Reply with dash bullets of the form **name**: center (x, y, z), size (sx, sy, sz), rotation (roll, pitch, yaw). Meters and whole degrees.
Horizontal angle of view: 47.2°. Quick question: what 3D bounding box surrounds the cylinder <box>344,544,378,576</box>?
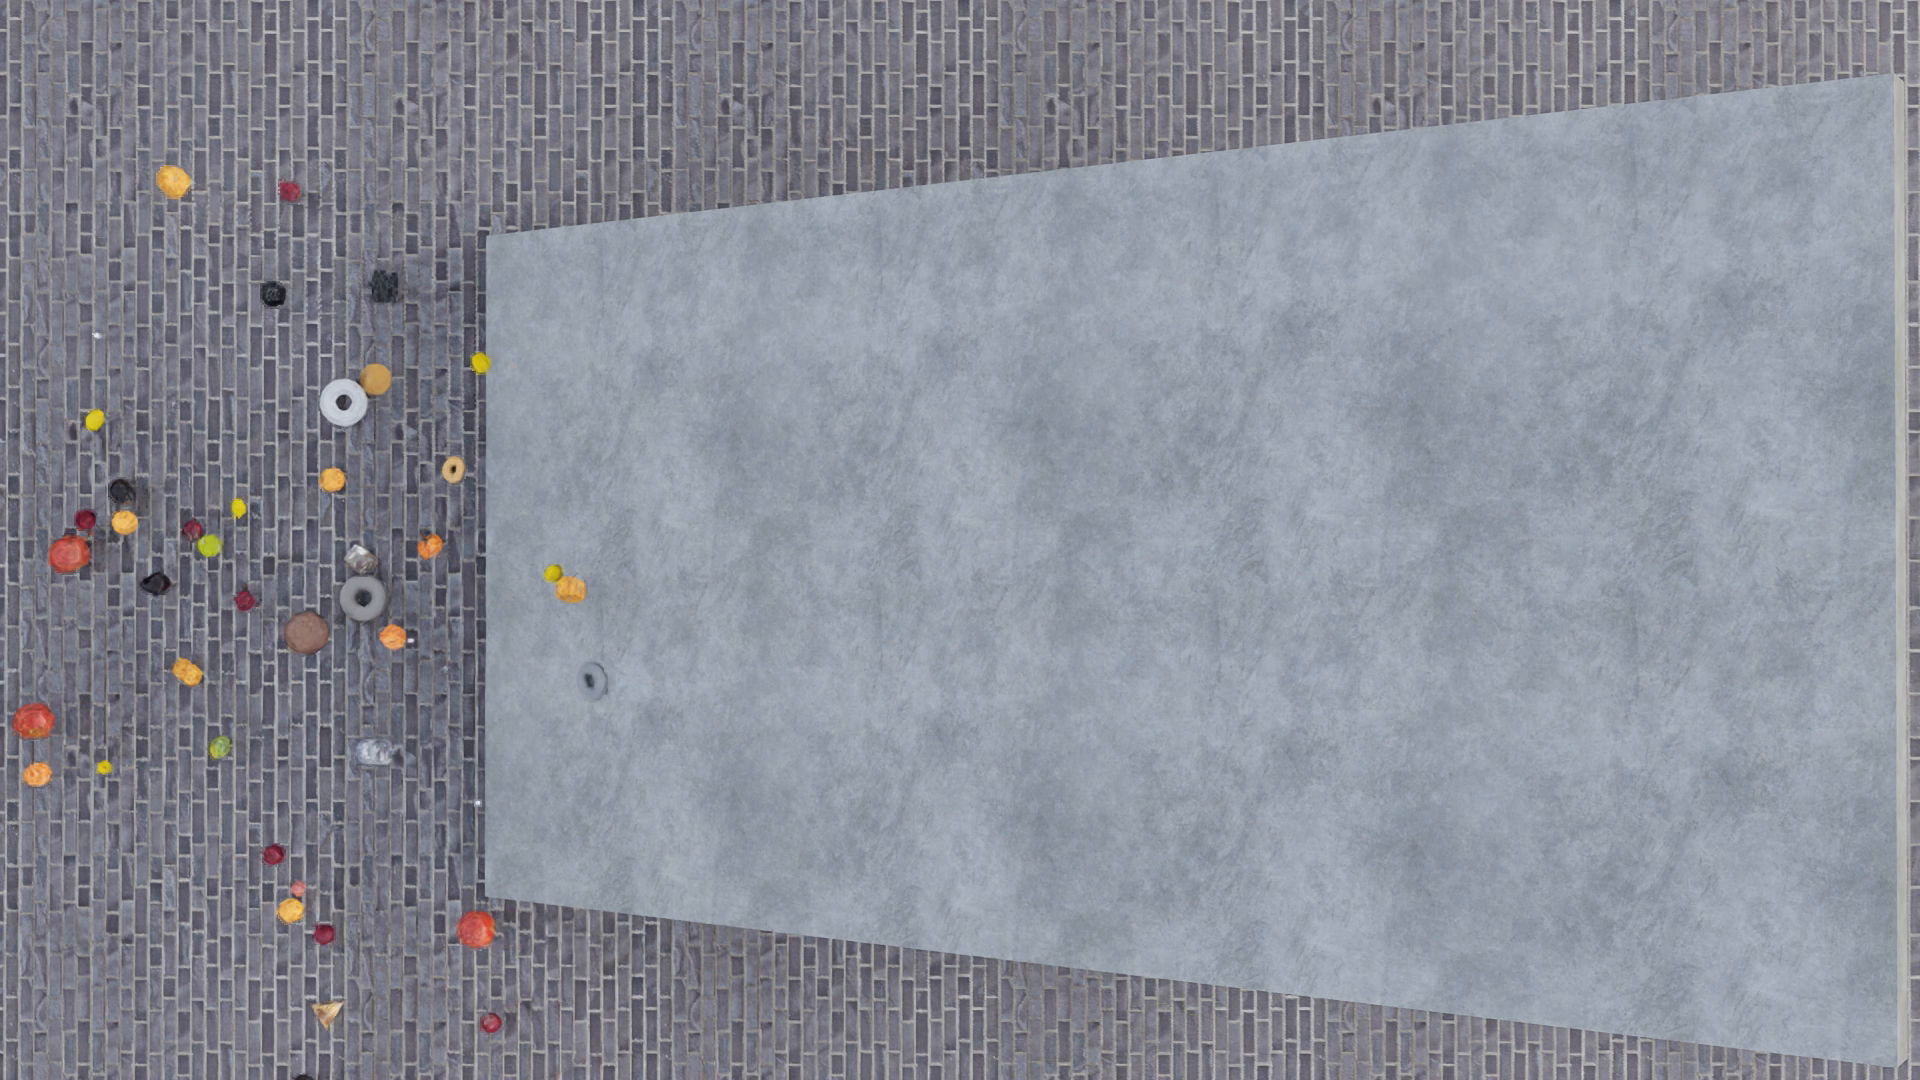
- **cylinder**: center (-1.824, 0.060, 6.698), size (0.070, 0.070, 0.070), rotation (39, 90, 12)

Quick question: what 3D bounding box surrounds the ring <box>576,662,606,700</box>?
- **ring**: center (-1.069, 0.411, 6.385), size (0.109, 0.036, 0.109), rotation (3, 95, 36)

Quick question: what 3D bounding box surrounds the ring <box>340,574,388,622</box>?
- **ring**: center (-1.820, 0.177, 6.714), size (0.146, 0.049, 0.146), rotation (0, 86, 1)

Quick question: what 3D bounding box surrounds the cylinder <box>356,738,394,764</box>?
- **cylinder**: center (-1.779, 0.643, 6.684), size (0.077, 0.077, 0.077), rotation (0, 89, 25)

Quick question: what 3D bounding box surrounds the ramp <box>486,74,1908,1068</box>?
- **ramp**: center (0.251, 0.069, 5.581), size (4.000, 0.100, 2.000), rotation (0, 89, 34)

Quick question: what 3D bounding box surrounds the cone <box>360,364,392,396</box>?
- **cone**: center (-1.792, -0.493, 6.695), size (0.098, 0.098, 0.098), rotation (0, 90, 0)

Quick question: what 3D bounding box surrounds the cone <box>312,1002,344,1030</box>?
- **cone**: center (-1.914, 1.431, 6.700), size (0.090, 0.090, 0.090), rotation (-32, 90, -19)

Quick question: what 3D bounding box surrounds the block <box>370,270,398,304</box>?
- **block**: center (-1.749, -0.770, 6.688), size (0.068, 0.068, 0.068), rotation (4, 129, -4)

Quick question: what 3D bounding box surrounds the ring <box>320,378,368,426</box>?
- **ring**: center (-1.883, -0.420, 6.720), size (0.145, 0.048, 0.145), rotation (0, 89, 0)

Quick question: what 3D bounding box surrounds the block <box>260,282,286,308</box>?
- **block**: center (-2.088, -0.746, 6.683), size (0.051, 0.051, 0.051), rotation (-12, 64, 10)

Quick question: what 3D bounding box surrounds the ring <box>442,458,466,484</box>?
- **ring**: center (-1.547, -0.213, 6.718), size (0.081, 0.027, 0.081), rotation (-3, 84, 27)
